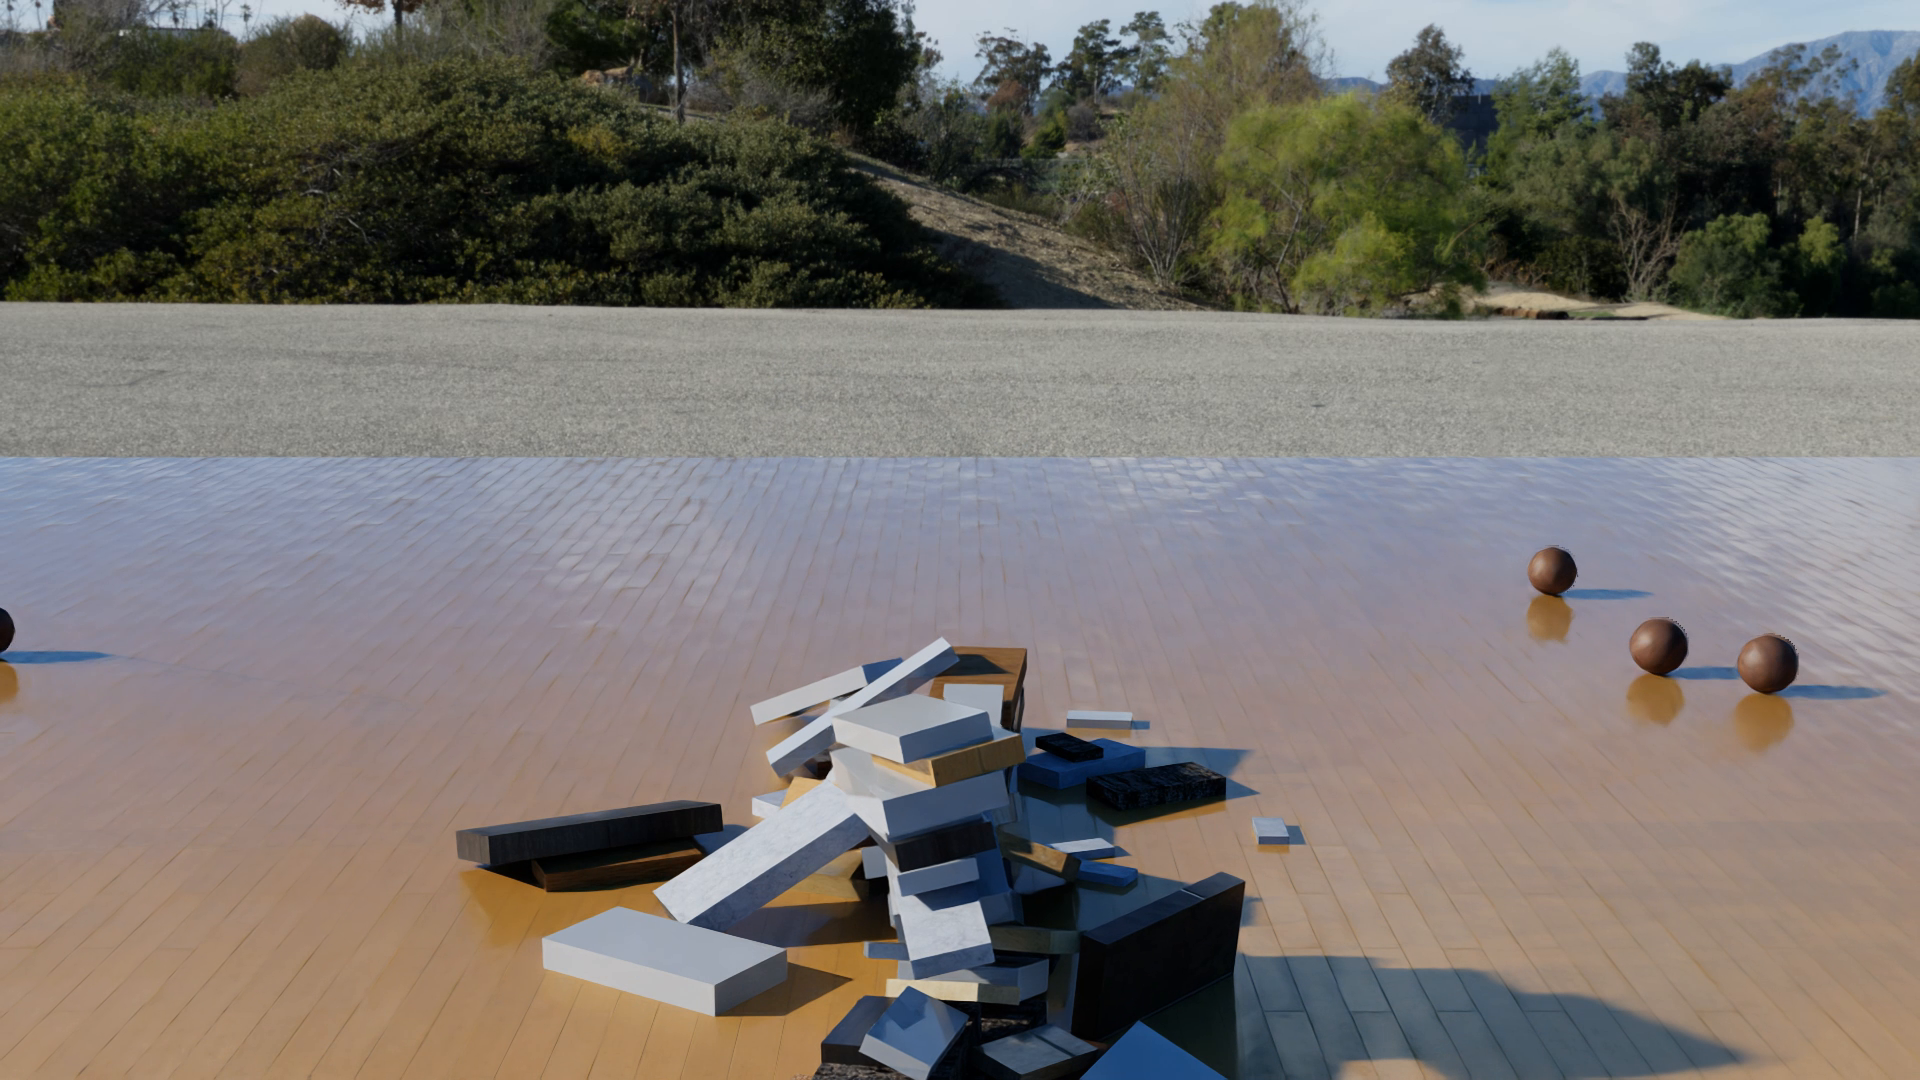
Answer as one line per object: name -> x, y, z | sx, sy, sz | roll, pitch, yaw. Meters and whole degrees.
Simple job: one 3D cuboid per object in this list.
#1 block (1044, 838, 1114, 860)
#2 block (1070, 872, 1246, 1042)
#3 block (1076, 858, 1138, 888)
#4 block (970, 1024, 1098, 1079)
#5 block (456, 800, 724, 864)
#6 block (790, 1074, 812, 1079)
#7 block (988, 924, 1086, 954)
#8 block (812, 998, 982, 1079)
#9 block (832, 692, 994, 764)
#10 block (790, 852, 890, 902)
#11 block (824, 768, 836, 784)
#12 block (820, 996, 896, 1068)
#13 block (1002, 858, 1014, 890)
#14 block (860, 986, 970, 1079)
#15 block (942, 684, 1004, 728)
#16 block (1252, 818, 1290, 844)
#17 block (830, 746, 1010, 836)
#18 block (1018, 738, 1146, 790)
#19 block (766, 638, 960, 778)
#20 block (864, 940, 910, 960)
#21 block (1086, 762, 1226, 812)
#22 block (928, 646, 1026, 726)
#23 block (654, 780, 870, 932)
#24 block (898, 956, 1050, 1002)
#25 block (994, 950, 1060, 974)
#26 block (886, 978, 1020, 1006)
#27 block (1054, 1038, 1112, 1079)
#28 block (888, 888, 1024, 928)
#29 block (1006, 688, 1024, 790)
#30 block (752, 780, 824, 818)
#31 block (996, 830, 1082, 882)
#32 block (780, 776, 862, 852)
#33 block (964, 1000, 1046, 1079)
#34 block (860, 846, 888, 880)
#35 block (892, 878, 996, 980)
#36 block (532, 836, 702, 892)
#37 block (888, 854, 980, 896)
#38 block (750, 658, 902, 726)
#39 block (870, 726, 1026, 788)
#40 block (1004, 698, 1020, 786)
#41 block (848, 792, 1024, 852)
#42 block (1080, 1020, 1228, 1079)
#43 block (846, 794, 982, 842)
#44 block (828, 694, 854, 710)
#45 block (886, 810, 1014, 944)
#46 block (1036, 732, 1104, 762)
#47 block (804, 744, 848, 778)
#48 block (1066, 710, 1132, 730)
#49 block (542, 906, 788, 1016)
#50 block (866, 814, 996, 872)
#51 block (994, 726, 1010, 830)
block -> 0.210, 0.545, 3.866 | 0.111, 0.016, 0.055 | -4, 11, -21
block -> 0.290, 0.601, 3.180 | 0.043, 0.153, 0.346 | 17, 19, 38
block -> 0.241, 0.567, 3.749 | 0.111, 0.016, 0.055 | 6, 12, 29
block -> 0.096, 0.660, 2.812 | 0.081, 0.023, 0.161 | 21, 14, 38
block -> -0.645, 0.509, 3.844 | 0.427, 0.048, 0.169 | -4, -1, -31
block -> -0.213, 0.732, 2.853 | 0.066, 0.019, 0.132 | 5, 11, 23
block -> 0.057, 0.556, 3.080 | 0.215, 0.030, 0.108 | -1, -9, 31
block -> -0.078, 0.653, 2.744 | 0.164, 0.046, 0.328 | 0, 8, 9
block -> -0.068, 0.255, 2.996 | 0.130, 0.037, 0.259 | -14, 7, -22
block -> -0.239, 0.560, 3.733 | 0.250, 0.035, 0.125 | 5, 12, 24
block -> -0.153, 0.481, 3.935 | 0.303, 0.125, 0.035 | 14, -24, 52
block -> -0.105, 0.616, 2.762 | 0.087, 0.025, 0.175 | 0, 8, 15
block -> -0.003, 0.539, 3.495 | 0.163, 0.046, 0.326 | -7, -8, -1
block -> -0.054, 0.606, 2.701 | 0.087, 0.025, 0.175 | 24, 14, 11
block -> 0.018, 0.361, 4.090 | 0.113, 0.032, 0.226 | 1, 42, 6
block -> 0.561, 0.525, 3.974 | 0.055, 0.016, 0.111 | 0, 11, 1
block -> -0.063, 0.328, 3.046 | 0.164, 0.047, 0.392 | -13, 7, -12
block -> 0.242, 0.443, 4.368 | 0.239, 0.034, 0.120 | -9, 14, -41
block -> -0.194, 0.331, 4.361 | 0.421, 0.034, 0.120 | -33, 10, -4
block -> -0.060, 0.567, 3.026 | 0.140, 0.020, 0.070 | 4, -8, -7
block -> 0.376, 0.471, 4.216 | 0.239, 0.034, 0.120 | -5, 12, -26
block -> 0.036, 0.286, 4.333 | 0.162, 0.046, 0.325 | 1, 16, 7
block -> -0.315, 0.517, 3.530 | 0.338, 0.048, 0.169 | -32, 21, -15
block -> 0.023, 0.617, 3.112 | 0.164, 0.046, 0.328 | 2, -8, 10
block -> 0.078, 0.636, 3.364 | 0.140, 0.020, 0.070 | 2, 11, 13
block -> -0.010, 0.582, 2.834 | 0.161, 0.023, 0.081 | -8, -17, 42
block -> 0.138, 0.705, 2.798 | 0.153, 0.043, 0.307 | 7, 6, 20
block -> -0.001, 0.557, 3.300 | 0.163, 0.046, 0.326 | -8, -15, 5
block -> 0.037, 0.391, 4.361 | 0.152, 0.043, 0.303 | 2, 29, 7
block -> -0.267, 0.488, 4.129 | 0.224, 0.032, 0.112 | -10, 14, -42
block -> 0.118, 0.517, 3.606 | 0.135, 0.038, 0.272 | 18, -7, 11
block -> -0.205, 0.495, 3.857 | 0.250, 0.125, 0.035 | 5, -32, 31
block -> -0.008, 0.678, 2.893 | 0.164, 0.046, 0.328 | 1, 8, 17
block -> -0.067, 0.497, 3.478 | 0.164, 0.047, 0.329 | -10, -7, -2
block -> -0.024, 0.509, 2.952 | 0.108, 0.030, 0.215 | -12, 22, -4
block -> -0.589, 0.554, 3.774 | 0.270, 0.032, 0.112 | -4, 11, -23
block -> -0.041, 0.441, 3.050 | 0.108, 0.030, 0.215 | -12, 7, -5
block -> -0.277, 0.320, 4.641 | 0.303, 0.043, 0.152 | -21, -8, 31
block -> -0.022, 0.283, 2.990 | 0.130, 0.037, 0.259 | -14, 7, -20
block -> 0.021, 0.388, 4.275 | 0.162, 0.046, 0.325 | 1, 29, 7
block -> -0.079, 0.469, 3.616 | 0.328, 0.047, 0.164 | -15, -9, 32
block -> 0.233, 0.694, 2.711 | 0.153, 0.043, 0.307 | 31, 14, 16
block -> -0.070, 0.366, 3.107 | 0.135, 0.038, 0.271 | -13, 7, -13
block -> -0.105, 0.377, 4.547 | 0.303, 0.043, 0.152 | 13, 7, 25
block -> -0.024, 0.460, 3.175 | 0.163, 0.046, 0.326 | -11, 22, -1
block -> 0.217, 0.413, 4.381 | 0.069, 0.020, 0.138 | -7, 12, -32
block -> -0.195, 0.436, 4.413 | 0.224, 0.032, 0.112 | -4, 11, -20
block -> 0.299, 0.386, 4.715 | 0.138, 0.020, 0.069 | 1, 11, 7
block -> -0.446, 0.631, 3.315 | 0.338, 0.048, 0.169 | 7, 13, 33
block -> -0.046, 0.402, 3.089 | 0.135, 0.038, 0.271 | -13, 7, -10
block -> -0.001, 0.442, 4.078 | 0.162, 0.046, 0.325 | 1, 28, 6
